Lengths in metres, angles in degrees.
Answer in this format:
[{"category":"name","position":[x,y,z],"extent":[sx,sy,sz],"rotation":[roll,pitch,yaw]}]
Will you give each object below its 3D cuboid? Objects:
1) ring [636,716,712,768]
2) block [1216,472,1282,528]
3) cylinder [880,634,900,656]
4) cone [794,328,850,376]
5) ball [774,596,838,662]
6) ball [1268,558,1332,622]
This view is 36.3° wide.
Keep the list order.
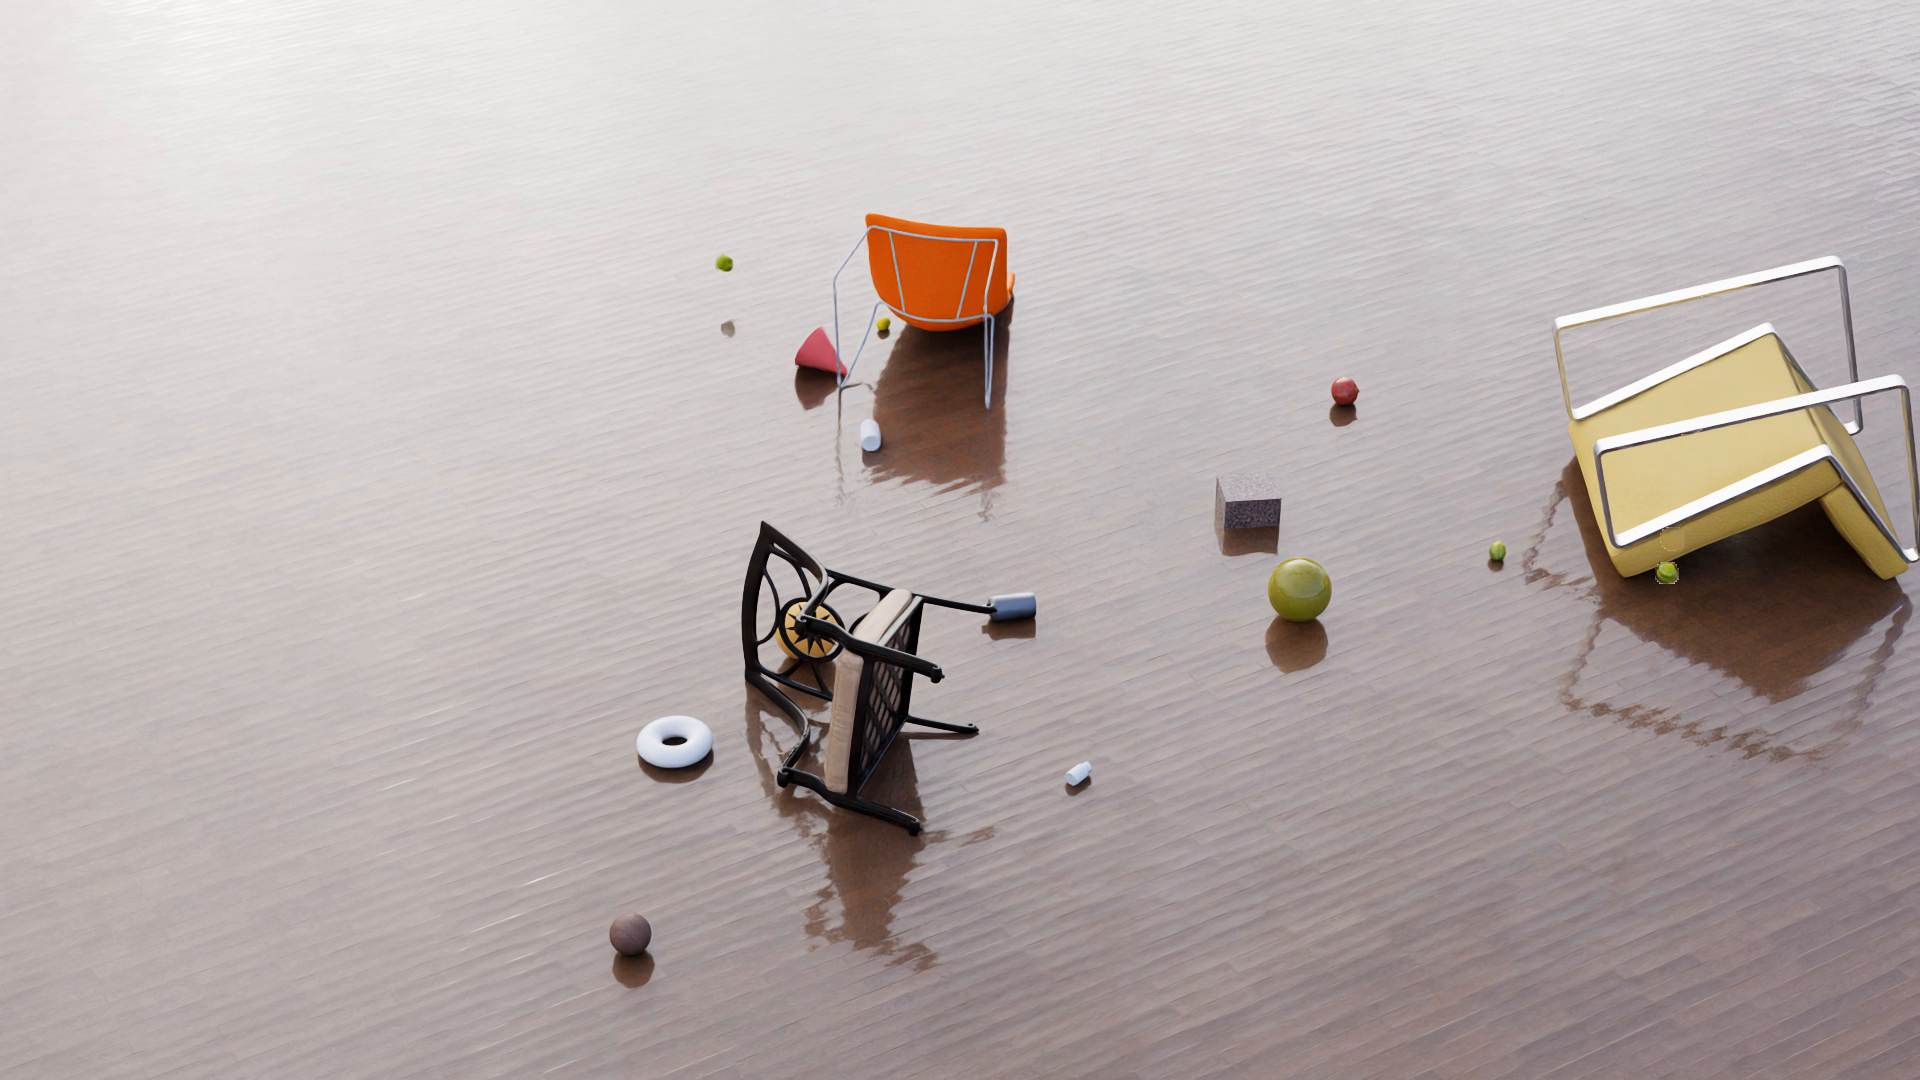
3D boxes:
[{"category":"ring","position":[-0.959,0.678,9.856],"extent":[0.258,0.067,0.256],"rotation":[-11,34,-14]},{"category":"block","position":[1.087,-0.149,11.060],"extent":[0.211,0.122,0.186],"rotation":[-3,34,-5]},{"category":"cylinder","position":[-0.247,0.368,10.327],"extent":[0.050,0.060,0.074],"rotation":[-23,3,-13]},{"category":"cone","position":[-0.533,-0.730,11.971],"extent":[0.217,0.184,0.229],"rotation":[35,9,7]},{"category":"ball","position":[-0.538,0.312,10.267],"extent":[0.226,0.226,0.226],"rotation":[0,33,0]},{"category":"ball","position":[1.213,0.177,10.467],"extent":[0.230,0.230,0.230],"rotation":[0,33,0]}]
